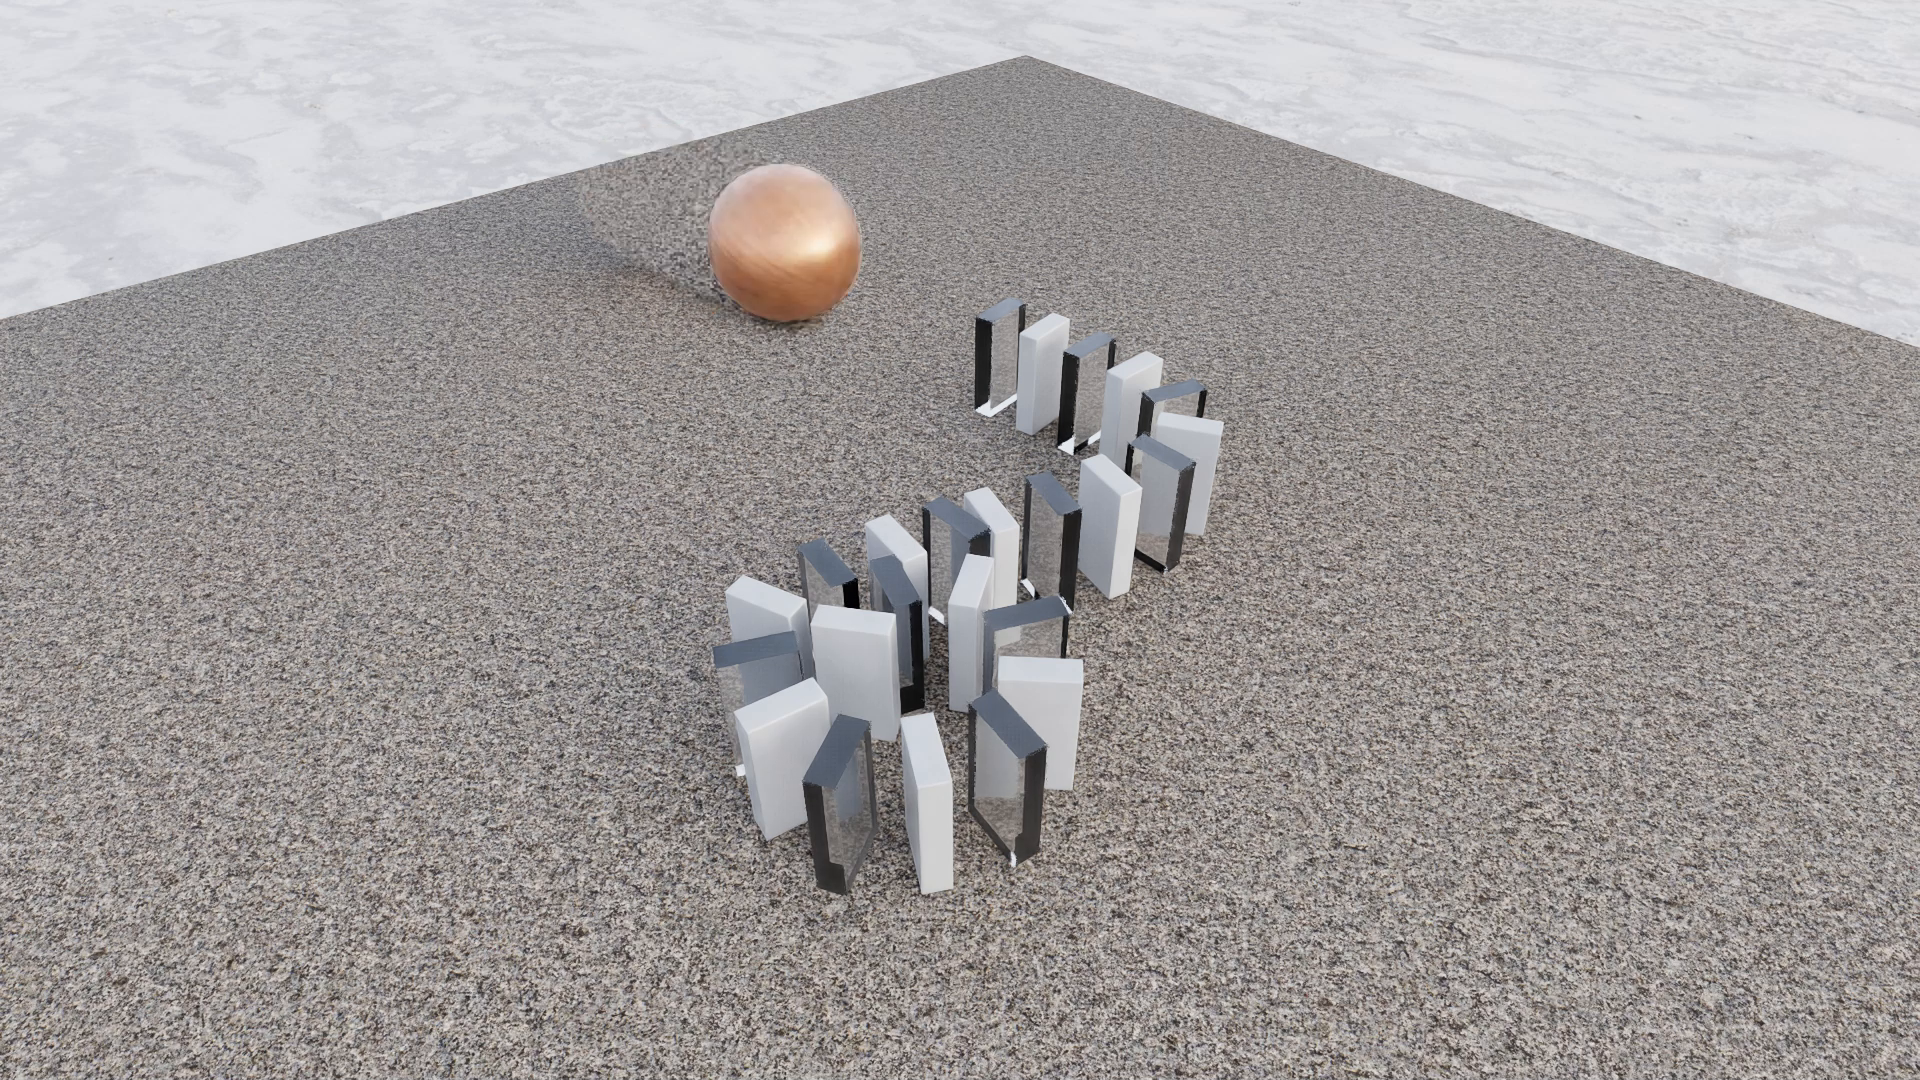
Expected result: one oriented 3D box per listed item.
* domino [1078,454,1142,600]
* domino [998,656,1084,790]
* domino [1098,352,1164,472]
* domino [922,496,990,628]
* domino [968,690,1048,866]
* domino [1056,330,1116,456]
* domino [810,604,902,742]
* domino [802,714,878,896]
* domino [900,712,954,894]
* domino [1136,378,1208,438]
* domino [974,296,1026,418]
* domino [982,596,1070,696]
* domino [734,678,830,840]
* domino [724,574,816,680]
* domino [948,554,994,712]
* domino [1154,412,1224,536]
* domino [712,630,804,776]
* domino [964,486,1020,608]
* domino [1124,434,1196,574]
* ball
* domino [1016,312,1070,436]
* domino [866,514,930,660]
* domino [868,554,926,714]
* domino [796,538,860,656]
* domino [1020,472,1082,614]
[{"bbox_3d":[0.055,-0.005,0.417,0.009,0.050,0.025,-20,43,-22],"label":"domino"},{"bbox_3d":[0.024,0.058,0.341,0.025,0.050,0.009,2,39,3],"label":"domino"},{"bbox_3d":[0.074,-0.054,0.478,0.025,0.050,0.010,-29,48,-31],"label":"domino"},{"bbox_3d":[-0.001,0.011,0.398,0.010,0.050,0.025,-30,48,-31],"label":"domino"},{"bbox_3d":[0.013,0.071,0.325,0.010,0.050,0.025,-23,44,-25],"label":"domino"},{"bbox_3d":[0.056,-0.065,0.491,0.009,0.050,0.025,31,49,32],"label":"domino"},{"bbox_3d":[-0.033,0.044,0.358,0.025,0.050,0.009,6,40,8],"label":"domino"},{"bbox_3d":[-0.034,0.077,0.317,0.010,0.050,0.025,12,41,14],"label":"domino"},{"bbox_3d":[-0.009,0.077,0.318,0.009,0.050,0.025,-8,40,-10],"label":"domino"},{"bbox_3d":[0.087,-0.041,0.462,0.025,0.050,0.009,-15,42,-18],"label":"domino"},{"bbox_3d":[0.019,-0.085,0.516,0.009,0.050,0.025,28,47,30],"label":"domino"},{"bbox_3d":[0.021,0.042,0.360,0.025,0.050,0.009,-11,41,-14],"label":"domino"},{"bbox_3d":[-0.051,0.066,0.330,0.025,0.050,0.009,-22,44,-25],"label":"domino"},{"bbox_3d":[-0.062,0.037,0.366,0.025,0.050,0.010,19,43,22],"label":"domino"},{"bbox_3d":[0.004,0.032,0.372,0.010,0.050,0.025,9,40,11],"label":"domino"},{"bbox_3d":[0.090,-0.026,0.443,0.025,0.050,0.009,11,41,13],"label":"domino"},{"bbox_3d":[-0.062,0.052,0.348,0.025,0.050,0.009,-11,41,-13],"label":"domino"},{"bbox_3d":[0.011,0.009,0.401,0.010,0.050,0.025,-16,42,-19],"label":"domino"},{"bbox_3d":[0.076,-0.014,0.428,0.009,0.050,0.025,-30,48,-32],"label":"domino"},{"bbox_3d":[-0.092,-0.155,0.578,0.080,0.080,0.080,0,39,0],"label":"ball"},{"bbox_3d":[0.038,-0.076,0.504,0.009,0.050,0.025,28,47,29],"label":"domino"},{"bbox_3d":[-0.022,0.018,0.389,0.009,0.050,0.025,-23,45,-25],"label":"domino"},{"bbox_3d":[-0.021,0.032,0.372,0.009,0.050,0.025,-15,42,-18],"label":"domino"},{"bbox_3d":[-0.044,0.027,0.379,0.009,0.050,0.025,-22,44,-25],"label":"domino"},{"bbox_3d":[0.033,0.002,0.408,0.010,0.050,0.025,-16,42,-19],"label":"domino"}]
